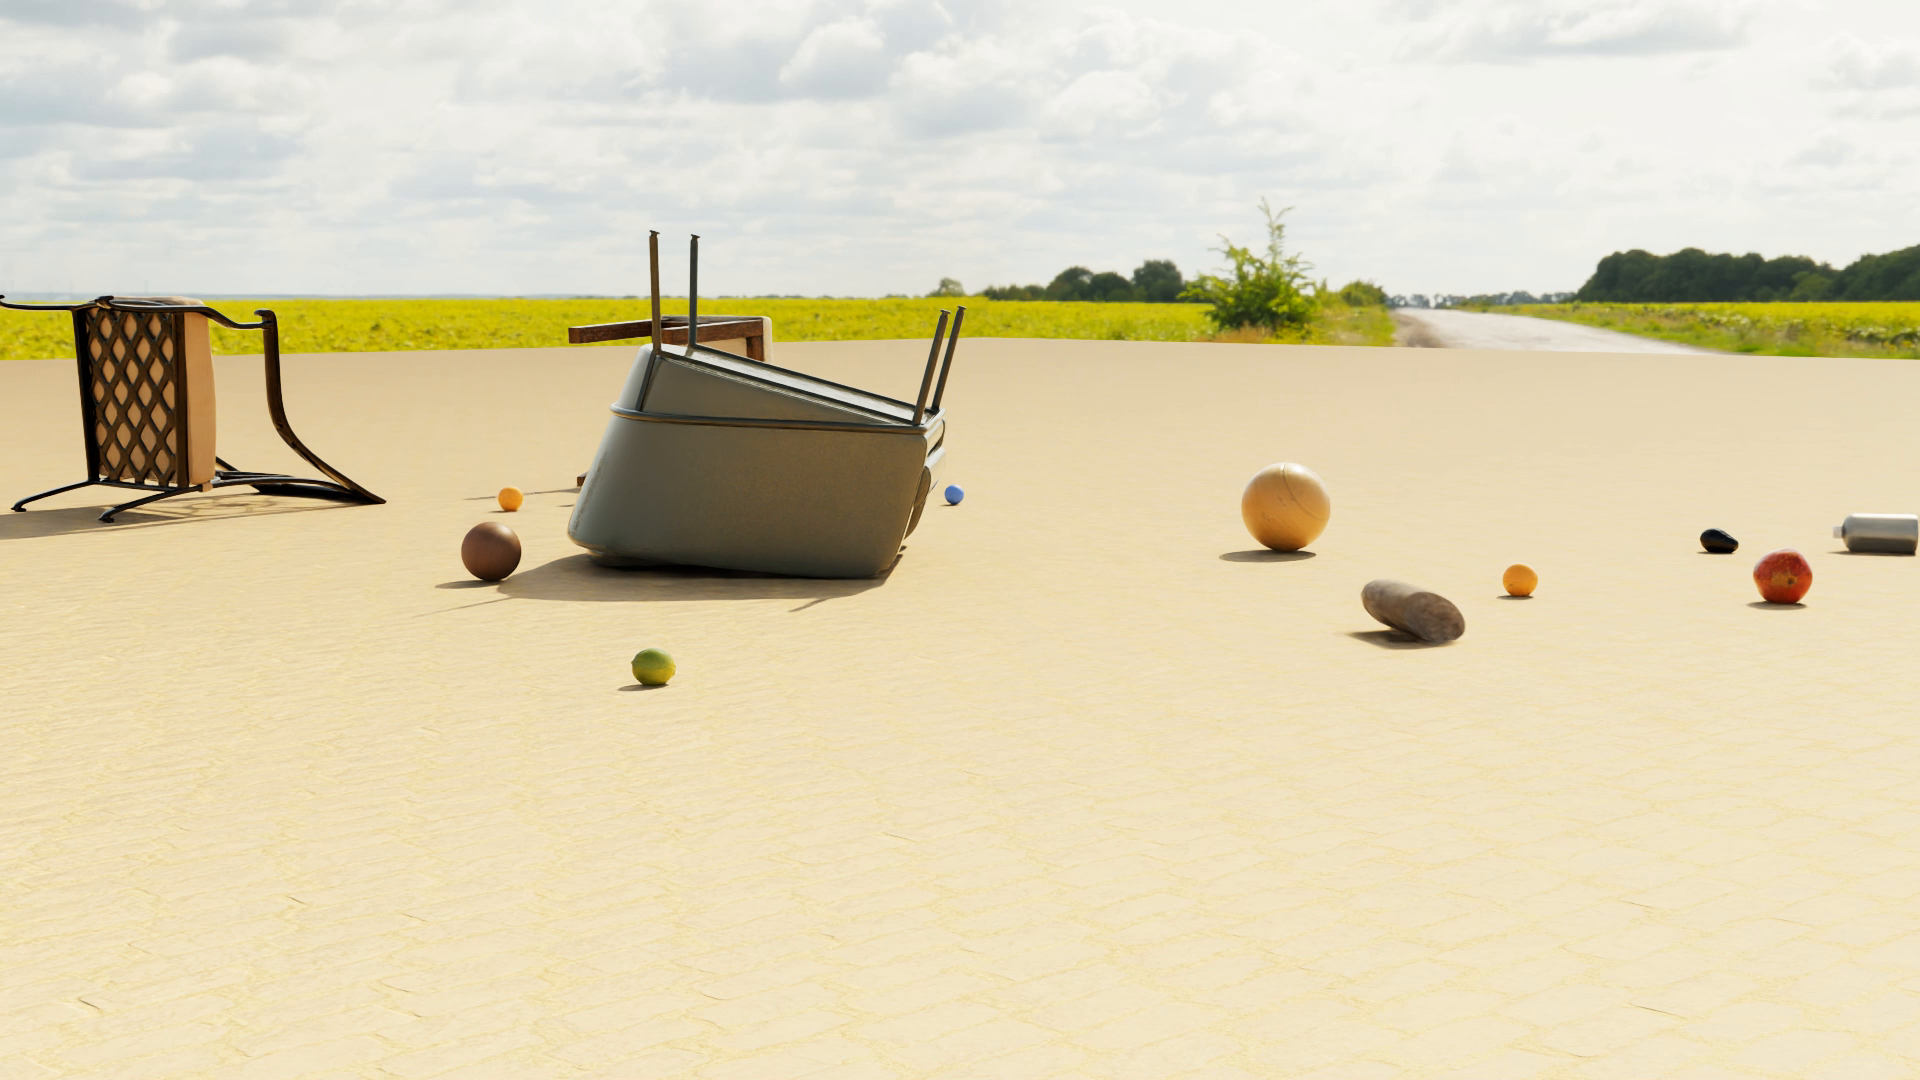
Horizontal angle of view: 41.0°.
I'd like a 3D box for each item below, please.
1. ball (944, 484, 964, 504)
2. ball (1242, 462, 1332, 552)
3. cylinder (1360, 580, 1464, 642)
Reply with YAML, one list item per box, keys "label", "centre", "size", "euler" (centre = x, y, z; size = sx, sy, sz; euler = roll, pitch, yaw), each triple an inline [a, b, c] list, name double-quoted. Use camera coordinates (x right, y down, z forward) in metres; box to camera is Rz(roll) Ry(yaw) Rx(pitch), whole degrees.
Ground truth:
- label: "ball"
  centre: [-0.017, -0.132, 7.408]
  size: [0.058, 0.058, 0.058]
  euler: [0, 6, 0]
- label: "ball"
  centre: [0.780, -0.079, 6.137]
  size: [0.214, 0.214, 0.214]
  euler: [0, 6, 0]
- label: "cylinder"
  centre: [0.828, 0.130, 4.700]
  size: [0.132, 0.081, 0.191]
  euler: [26, -1, -14]
